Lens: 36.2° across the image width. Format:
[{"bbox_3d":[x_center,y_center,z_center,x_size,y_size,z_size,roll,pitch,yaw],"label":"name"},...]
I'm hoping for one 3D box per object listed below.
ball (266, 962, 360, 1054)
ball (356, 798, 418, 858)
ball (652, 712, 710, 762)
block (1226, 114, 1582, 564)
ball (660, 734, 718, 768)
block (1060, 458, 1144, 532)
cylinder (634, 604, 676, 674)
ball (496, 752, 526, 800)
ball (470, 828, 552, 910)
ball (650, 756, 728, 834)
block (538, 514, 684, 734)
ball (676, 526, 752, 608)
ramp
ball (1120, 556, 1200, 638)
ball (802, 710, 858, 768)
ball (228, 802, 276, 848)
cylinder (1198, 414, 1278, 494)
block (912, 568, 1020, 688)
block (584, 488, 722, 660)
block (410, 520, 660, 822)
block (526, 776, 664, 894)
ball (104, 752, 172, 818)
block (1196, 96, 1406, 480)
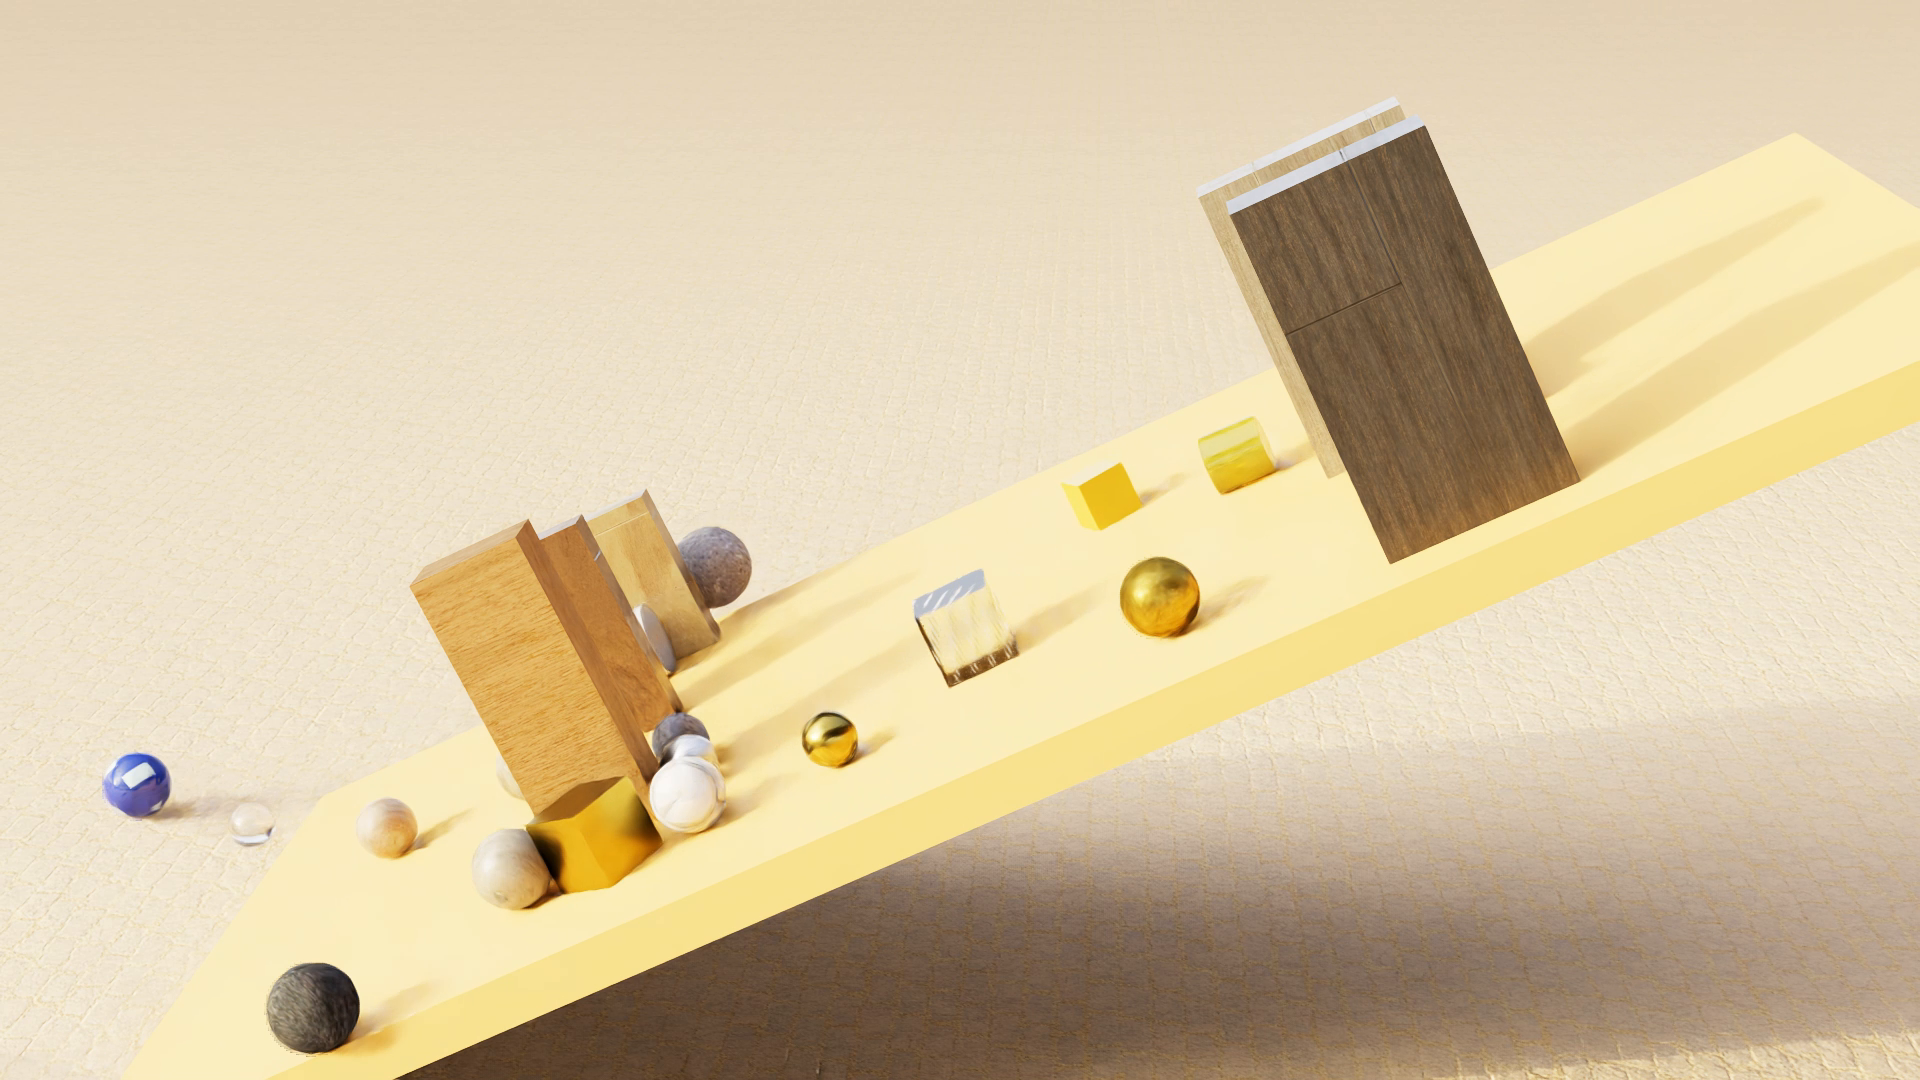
[{"bbox_3d":[-1.216,0.879,5.530,0.172,0.172,0.172,0,16,0],"label":"ball"},{"bbox_3d":[-1.293,0.649,6.631,0.138,0.138,0.138,0,16,0],"label":"ball"},{"bbox_3d":[-0.588,0.425,6.186,0.122,0.122,0.122,0,16,0],"label":"ball"},{"bbox_3d":[0.795,-0.357,5.276,0.371,0.705,0.141,-24,13,9],"label":"block"},{"bbox_3d":[-0.553,0.455,6.011,0.119,0.119,0.119,0,16,0],"label":"ball"},{"bbox_3d":[0.313,-0.100,6.506,0.114,0.114,0.114,-30,14,-14],"label":"block"},{"bbox_3d":[-0.802,0.272,7.053,0.179,0.179,0.179,-24,13,9],"label":"cylinder"},{"bbox_3d":[-0.954,0.504,6.519,0.150,0.150,0.150,0,16,0],"label":"ball"},{"bbox_3d":[-0.884,0.649,5.805,0.161,0.161,0.161,0,16,0],"label":"ball"},{"bbox_3d":[-0.530,0.497,5.737,0.151,0.151,0.151,0,16,0],"label":"ball"},{"bbox_3d":[-0.884,0.236,6.638,0.317,0.503,0.086,-24,13,9],"label":"block"},{"bbox_3d":[-0.618,0.068,7.306,0.203,0.203,0.203,0,16,0],"label":"ball"},{"bbox_3d":[0.136,0.169,6.282,4.000,0.100,2.000,-24,13,9],"label":"ramp"},{"bbox_3d":[0.375,0.107,5.511,0.152,0.152,0.152,0,16,0],"label":"ball"},{"bbox_3d":[-0.253,0.387,5.721,0.111,0.111,0.111,0,16,0],"label":"ball"},{"bbox_3d":[-1.769,0.713,7.347,0.116,0.116,0.116,0,16,0],"label":"ball"},{"bbox_3d":[0.591,-0.183,6.262,0.130,0.130,0.130,-23,12,13],"label":"cylinder"},{"bbox_3d":[0.012,0.176,5.923,0.158,0.158,0.158,-26,13,3],"label":"block"},{"bbox_3d":[-0.783,0.111,7.143,0.243,0.404,0.084,-24,13,9],"label":"block"},{"bbox_3d":[-0.843,0.307,5.968,0.240,0.648,0.141,-24,13,9],"label":"block"},{"bbox_3d":[-0.716,0.578,5.762,0.159,0.159,0.159,-13,19,44],"label":"block"},{"bbox_3d":[-2.138,0.636,7.646,0.173,0.173,0.173,0,16,0],"label":"ball"},{"bbox_3d":[0.812,-0.508,5.963,0.435,0.641,0.122,-24,13,9],"label":"block"}]
